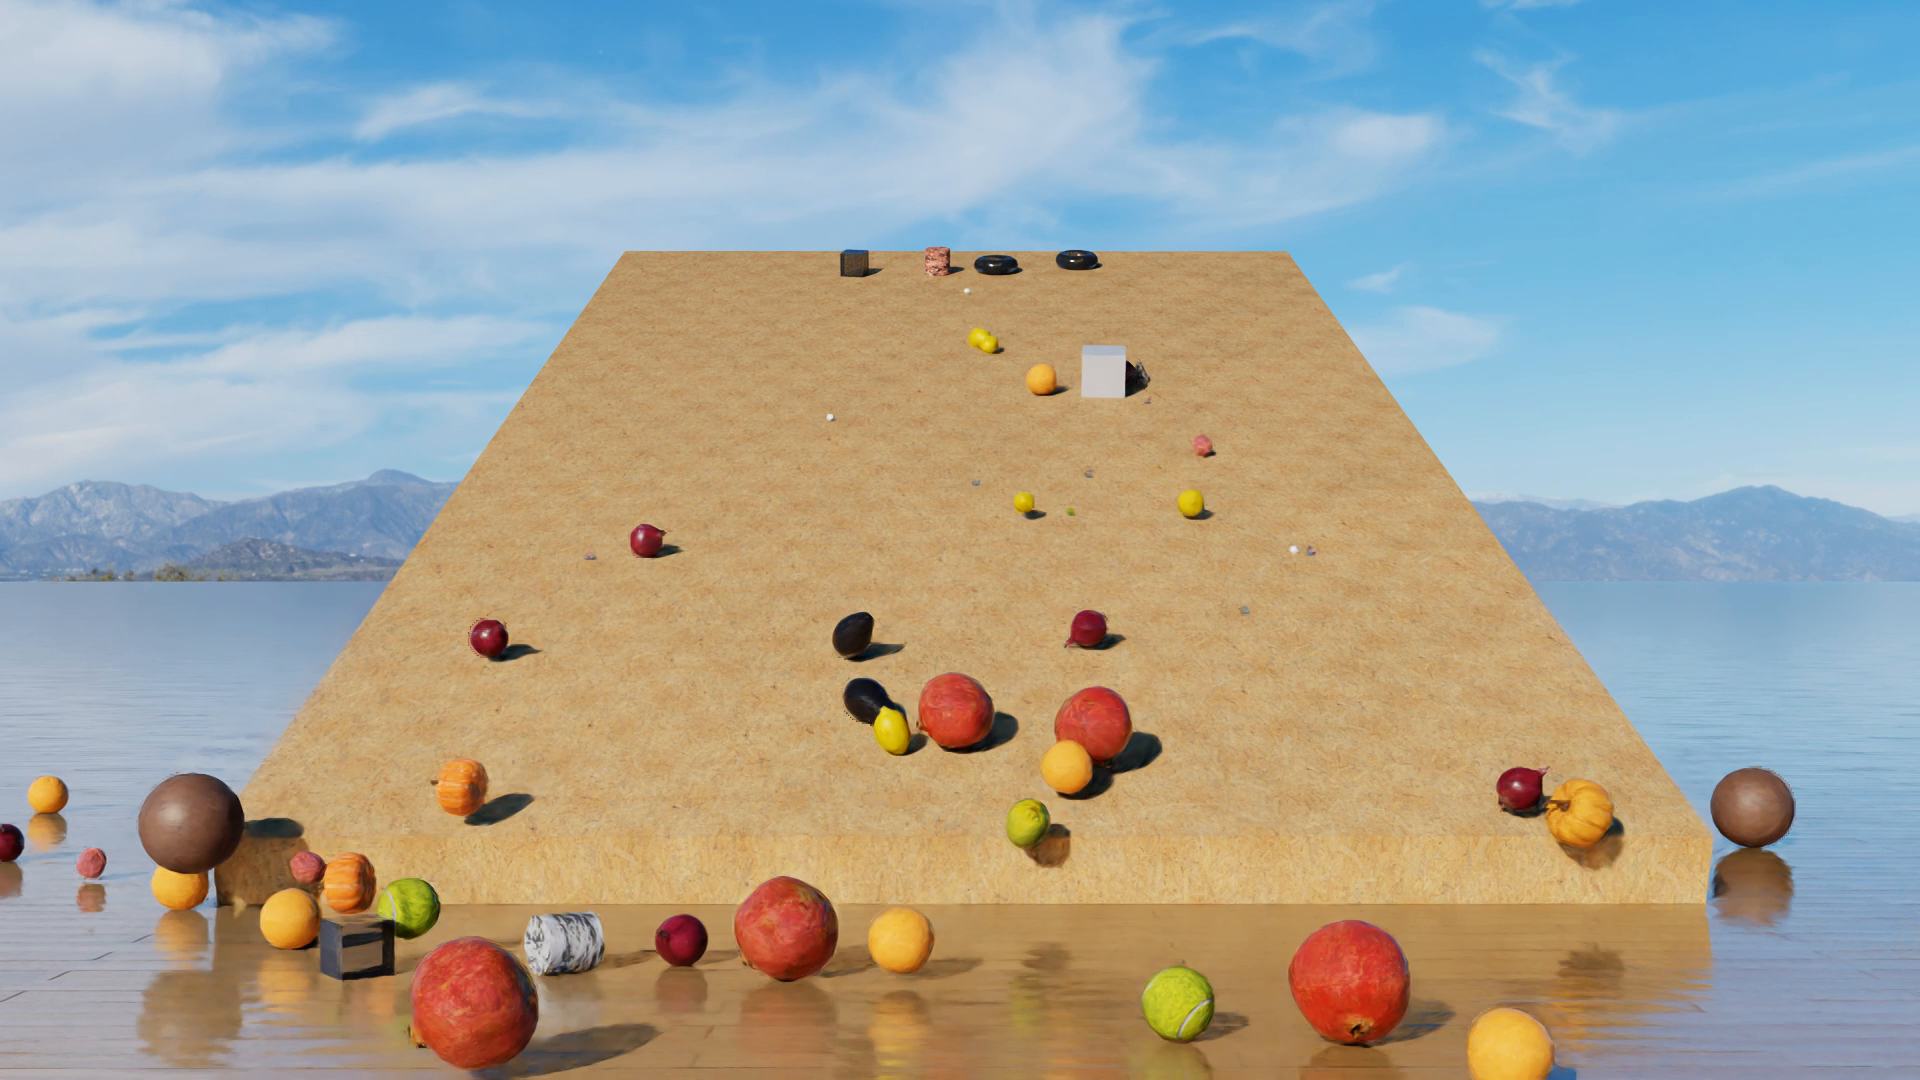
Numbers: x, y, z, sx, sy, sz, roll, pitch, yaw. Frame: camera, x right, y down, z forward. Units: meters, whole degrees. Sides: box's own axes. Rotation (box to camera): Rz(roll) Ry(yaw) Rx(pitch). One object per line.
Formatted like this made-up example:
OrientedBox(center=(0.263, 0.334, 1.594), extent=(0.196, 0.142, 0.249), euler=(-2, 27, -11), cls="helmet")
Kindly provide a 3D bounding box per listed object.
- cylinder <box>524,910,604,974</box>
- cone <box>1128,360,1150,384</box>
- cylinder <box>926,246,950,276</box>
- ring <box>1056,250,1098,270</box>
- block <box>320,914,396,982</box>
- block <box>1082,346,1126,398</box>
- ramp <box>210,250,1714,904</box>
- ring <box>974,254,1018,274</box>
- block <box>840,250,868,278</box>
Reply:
OrientedBox(center=(-0.440, 0.448, 2.498), extent=(0.065, 0.065, 0.065), euler=(1, -1, -37), cls="cylinder")
OrientedBox(center=(0.422, -0.401, 5.280), extent=(0.054, 0.054, 0.054), euler=(0, 18, 0), cls="cone")
OrientedBox(center=(-0.064, -0.801, 6.447), extent=(0.072, 0.072, 0.072), euler=(0, 18, 0), cls="cylinder")
OrientedBox(center=(0.341, -0.817, 6.547), extent=(0.125, 0.042, 0.125), euler=(0, 20, 0), cls="ring")
OrientedBox(center=(-0.667, 0.451, 2.487), extent=(0.061, 0.061, 0.061), euler=(0, -1, -38), cls="block")
OrientedBox(center=(0.331, -0.388, 5.171), extent=(0.099, 0.099, 0.099), euler=(1, 19, 4), cls="block")
OrientedBox(center=(-0.004, -0.192, 4.897), extent=(2.000, 0.100, 4.000), euler=(0, 18, 0), cls="ramp")
OrientedBox(center=(0.104, -0.795, 6.478), extent=(0.127, 0.042, 0.127), euler=(0, 17, 0), cls="ring")
OrientedBox(center=(-0.302, -0.793, 6.433), extent=(0.066, 0.066, 0.066), euler=(4, 19, 12), cls="block")
